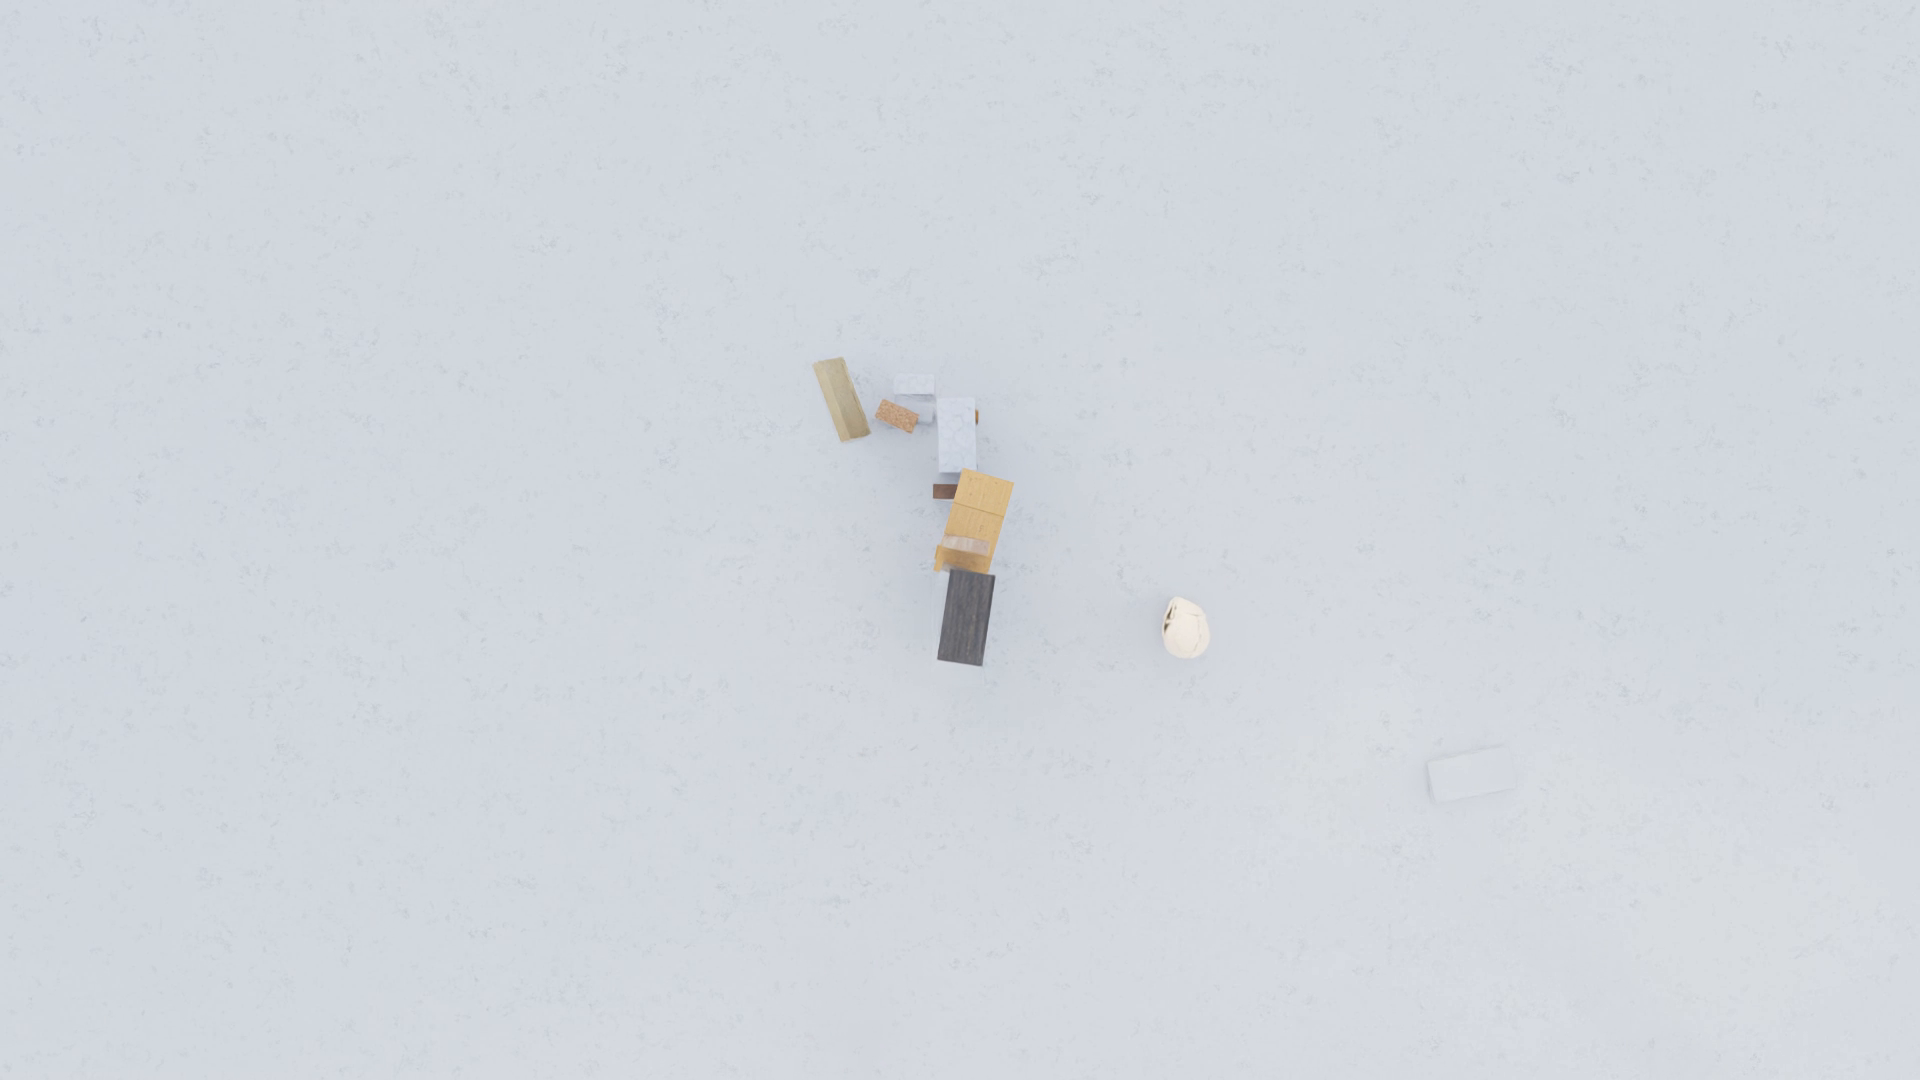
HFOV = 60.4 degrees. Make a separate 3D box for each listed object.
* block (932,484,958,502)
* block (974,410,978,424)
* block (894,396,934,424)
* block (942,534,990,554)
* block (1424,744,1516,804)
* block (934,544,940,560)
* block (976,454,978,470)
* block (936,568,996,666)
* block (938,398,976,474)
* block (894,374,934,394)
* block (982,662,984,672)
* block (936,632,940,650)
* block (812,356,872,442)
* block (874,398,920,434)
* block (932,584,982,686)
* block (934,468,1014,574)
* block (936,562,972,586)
[{"bbox_3d":[-0.002,-0.151,5.334,0.166,0.332,0.047,1,90,0],"label":"block"},{"bbox_3d":[0.001,-0.403,5.382,0.118,0.236,0.033,1,91,0],"label":"block"},{"bbox_3d":[-0.156,-0.434,5.490,0.135,0.019,0.068,10,90,0],"label":"block"},{"bbox_3d":[0.018,0.013,4.984,0.137,0.275,0.039,10,90,0],"label":"block"},{"bbox_3d":[1.696,0.778,5.481,0.275,0.039,0.137,-12,90,0],"label":"block"},{"bbox_3d":[0.005,0.055,5.334,0.166,0.332,0.047,13,90,0],"label":"block"},{"bbox_3d":[0.001,-0.250,5.381,0.118,0.236,0.033,-3,88,0],"label":"block"},{"bbox_3d":[0.018,0.227,4.831,0.135,0.038,0.269,8,90,0],"label":"block"},{"bbox_3d":[-0.009,-0.333,5.247,0.118,0.033,0.236,-2,90,0],"label":"block"},{"bbox_3d":[-0.153,-0.519,5.490,0.135,0.019,0.068,0,90,0],"label":"block"},{"bbox_3d":[-0.004,0.395,5.343,0.157,0.313,0.044,0,90,0],"label":"block"},{"bbox_3d":[-0.001,0.305,4.996,0.135,0.291,0.038,1,90,0],"label":"block"},{"bbox_3d":[-0.388,-0.462,5.431,0.039,0.137,0.275,-20,90,29],"label":"block"},{"bbox_3d":[-0.209,-0.411,5.471,0.135,0.019,0.067,24,97,-2],"label":"block"},{"bbox_3d":[-0.006,0.296,5.164,0.157,0.044,0.313,1,90,0],"label":"block"},{"bbox_3d":[0.043,-0.042,5.144,0.166,0.047,0.332,16,90,0],"label":"block"},{"bbox_3d":[0.003,0.116,4.985,0.135,0.269,0.038,19,95,0],"label":"block"}]
